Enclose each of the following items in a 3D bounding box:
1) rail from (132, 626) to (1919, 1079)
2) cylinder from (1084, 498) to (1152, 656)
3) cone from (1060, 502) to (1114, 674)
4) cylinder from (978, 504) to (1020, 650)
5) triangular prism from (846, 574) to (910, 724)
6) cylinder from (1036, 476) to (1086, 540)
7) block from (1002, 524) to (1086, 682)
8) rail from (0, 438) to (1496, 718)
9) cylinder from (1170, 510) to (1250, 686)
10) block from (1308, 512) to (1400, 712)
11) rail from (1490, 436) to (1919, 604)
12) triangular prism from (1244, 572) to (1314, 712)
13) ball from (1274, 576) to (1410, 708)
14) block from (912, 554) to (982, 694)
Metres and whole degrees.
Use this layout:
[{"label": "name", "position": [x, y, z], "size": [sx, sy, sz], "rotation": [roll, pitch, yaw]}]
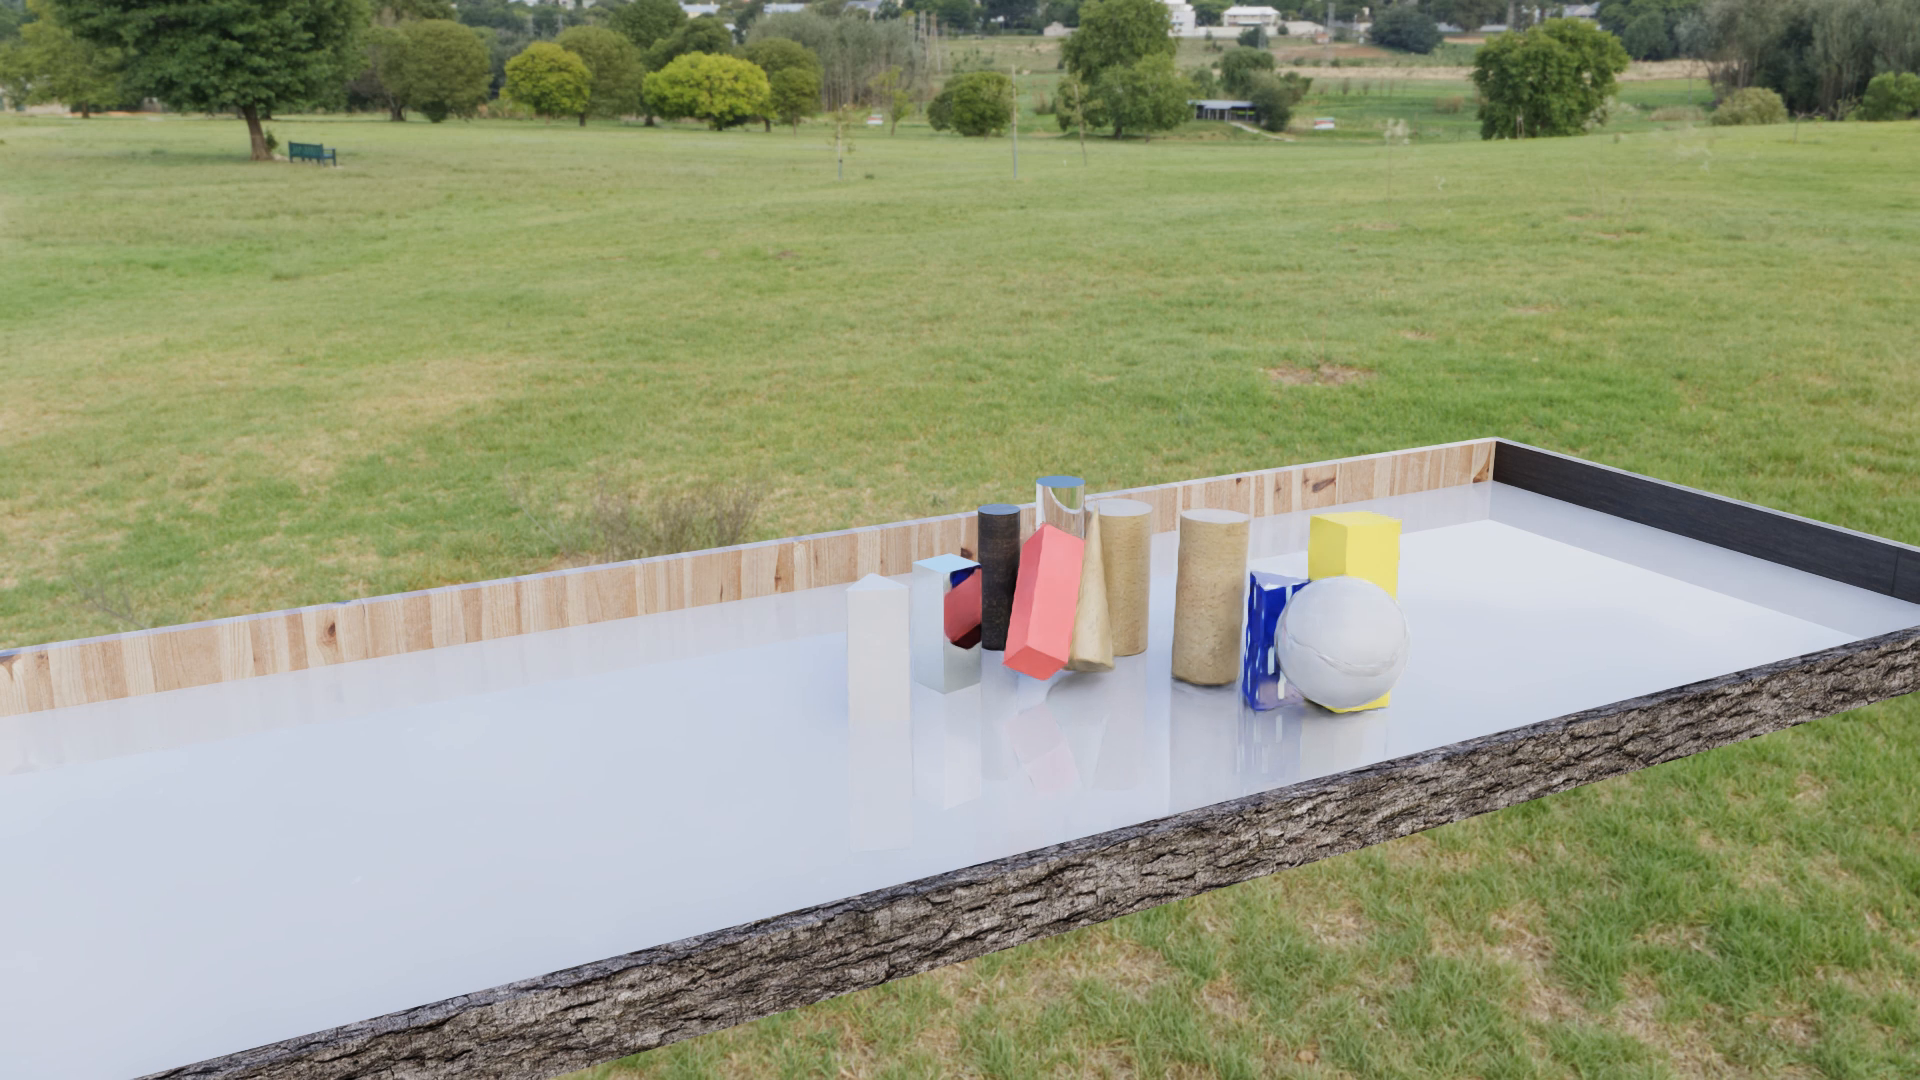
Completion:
[{"label": "rail", "position": [-2.336, 1.006, 1.665], "size": [12.000, 0.150, 0.050], "rotation": [-9, 18, -27]}, {"label": "cylinder", "position": [0.413, 0.098, 4.344], "size": [0.176, 0.381, 0.176], "rotation": [0, 16, 0]}, {"label": "cone", "position": [0.325, 0.106, 4.174], "size": [0.170, 0.436, 0.170], "rotation": [7, -14, 2]}, {"label": "cylinder", "position": [0.102, 0.098, 4.358], "size": [0.111, 0.374, 0.111], "rotation": [0, 16, 0]}, {"label": "triangular prism", "position": [-0.200, 0.254, 3.905], "size": [0.147, 0.330, 0.127], "rotation": [-3, 17, -9]}, {"label": "cylinder", "position": [0.278, 0.021, 4.607], "size": [0.136, 0.381, 0.136], "rotation": [0, 16, 0]}, {"label": "block", "position": [0.211, 0.154, 4.110], "size": [0.118, 0.118, 0.364], "rotation": [24, 53, -18]}, {"label": "rail", "position": [-3.305, 0.497, 3.399], "size": [12.000, 0.150, 0.050], "rotation": [-9, 18, -27]}, {"label": "cylinder", "position": [0.626, 0.141, 4.125], "size": [0.171, 0.411, 0.171], "rotation": [2, 12, 0]}, {"label": "block", "position": [0.933, 0.170, 3.951], "size": [0.148, 0.450, 0.148], "rotation": [-5, 13, -23]}, {"label": "rail", "position": [2.466, -0.048, 5.253], "size": [0.050, 0.150, 2.100], "rotation": [-9, 18, -27]}, {"label": "triangular prism", "position": [0.742, 0.238, 3.998], "size": [0.154, 0.305, 0.133], "rotation": [-8, 18, -30]}, {"label": "ball", "position": [0.855, 0.228, 3.695], "size": [0.298, 0.298, 0.298], "rotation": [0, 16, 0]}, {"label": "block", "position": [-0.032, 0.207, 4.098], "size": [0.120, 0.312, 0.120], "rotation": [-13, 21, -38]}]
